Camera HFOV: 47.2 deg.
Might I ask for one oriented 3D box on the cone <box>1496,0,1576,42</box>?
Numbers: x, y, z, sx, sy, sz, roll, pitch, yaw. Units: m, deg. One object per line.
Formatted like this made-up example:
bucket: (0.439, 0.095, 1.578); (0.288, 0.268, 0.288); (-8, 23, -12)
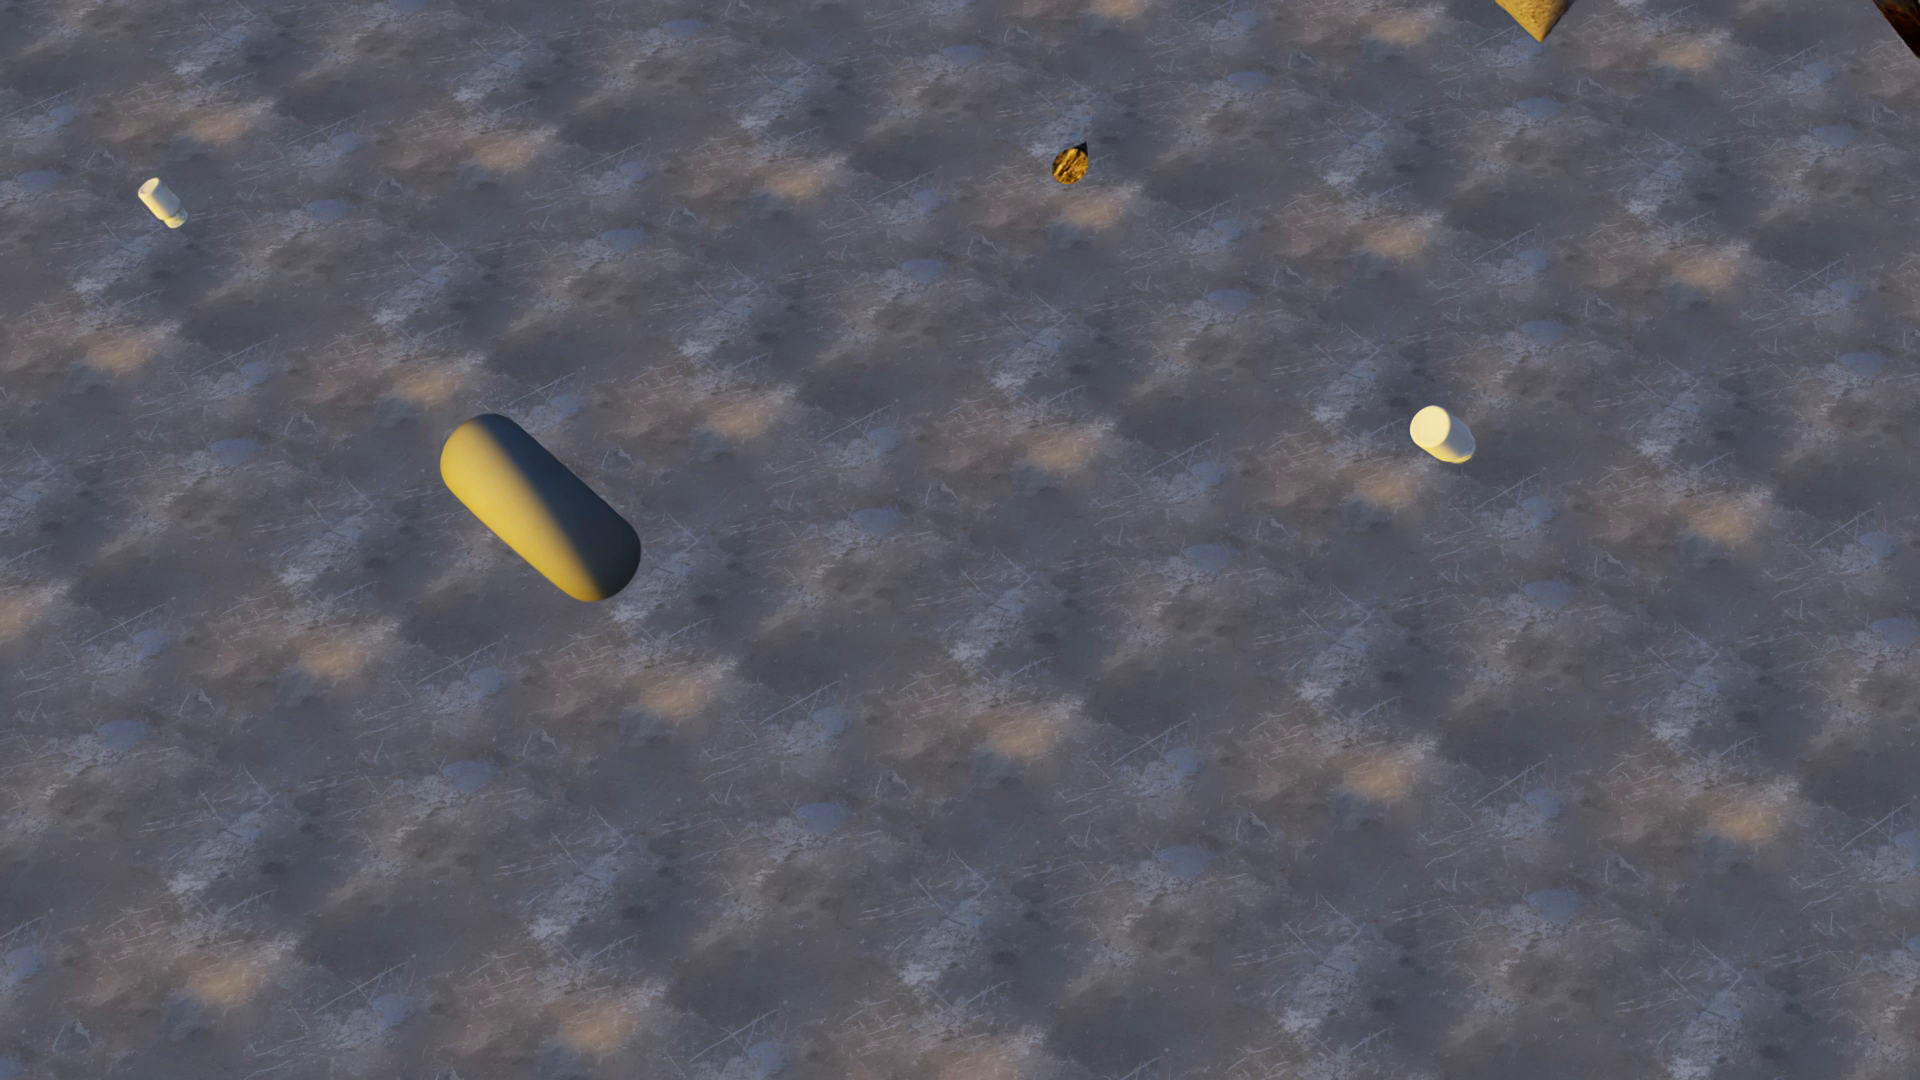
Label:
cone: (1.230, -1.149, 4.683); (0.273, 0.219, 0.314); (-29, 45, -9)

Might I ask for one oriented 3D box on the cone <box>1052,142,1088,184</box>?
cone: (0.134, -0.436, 2.483); (0.036, 0.050, 0.065); (39, 40, -7)

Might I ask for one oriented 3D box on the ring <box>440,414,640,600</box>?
ring: (-0.749, -0.058, 3.934); (0.405, 0.484, 0.165); (44, 84, -22)
